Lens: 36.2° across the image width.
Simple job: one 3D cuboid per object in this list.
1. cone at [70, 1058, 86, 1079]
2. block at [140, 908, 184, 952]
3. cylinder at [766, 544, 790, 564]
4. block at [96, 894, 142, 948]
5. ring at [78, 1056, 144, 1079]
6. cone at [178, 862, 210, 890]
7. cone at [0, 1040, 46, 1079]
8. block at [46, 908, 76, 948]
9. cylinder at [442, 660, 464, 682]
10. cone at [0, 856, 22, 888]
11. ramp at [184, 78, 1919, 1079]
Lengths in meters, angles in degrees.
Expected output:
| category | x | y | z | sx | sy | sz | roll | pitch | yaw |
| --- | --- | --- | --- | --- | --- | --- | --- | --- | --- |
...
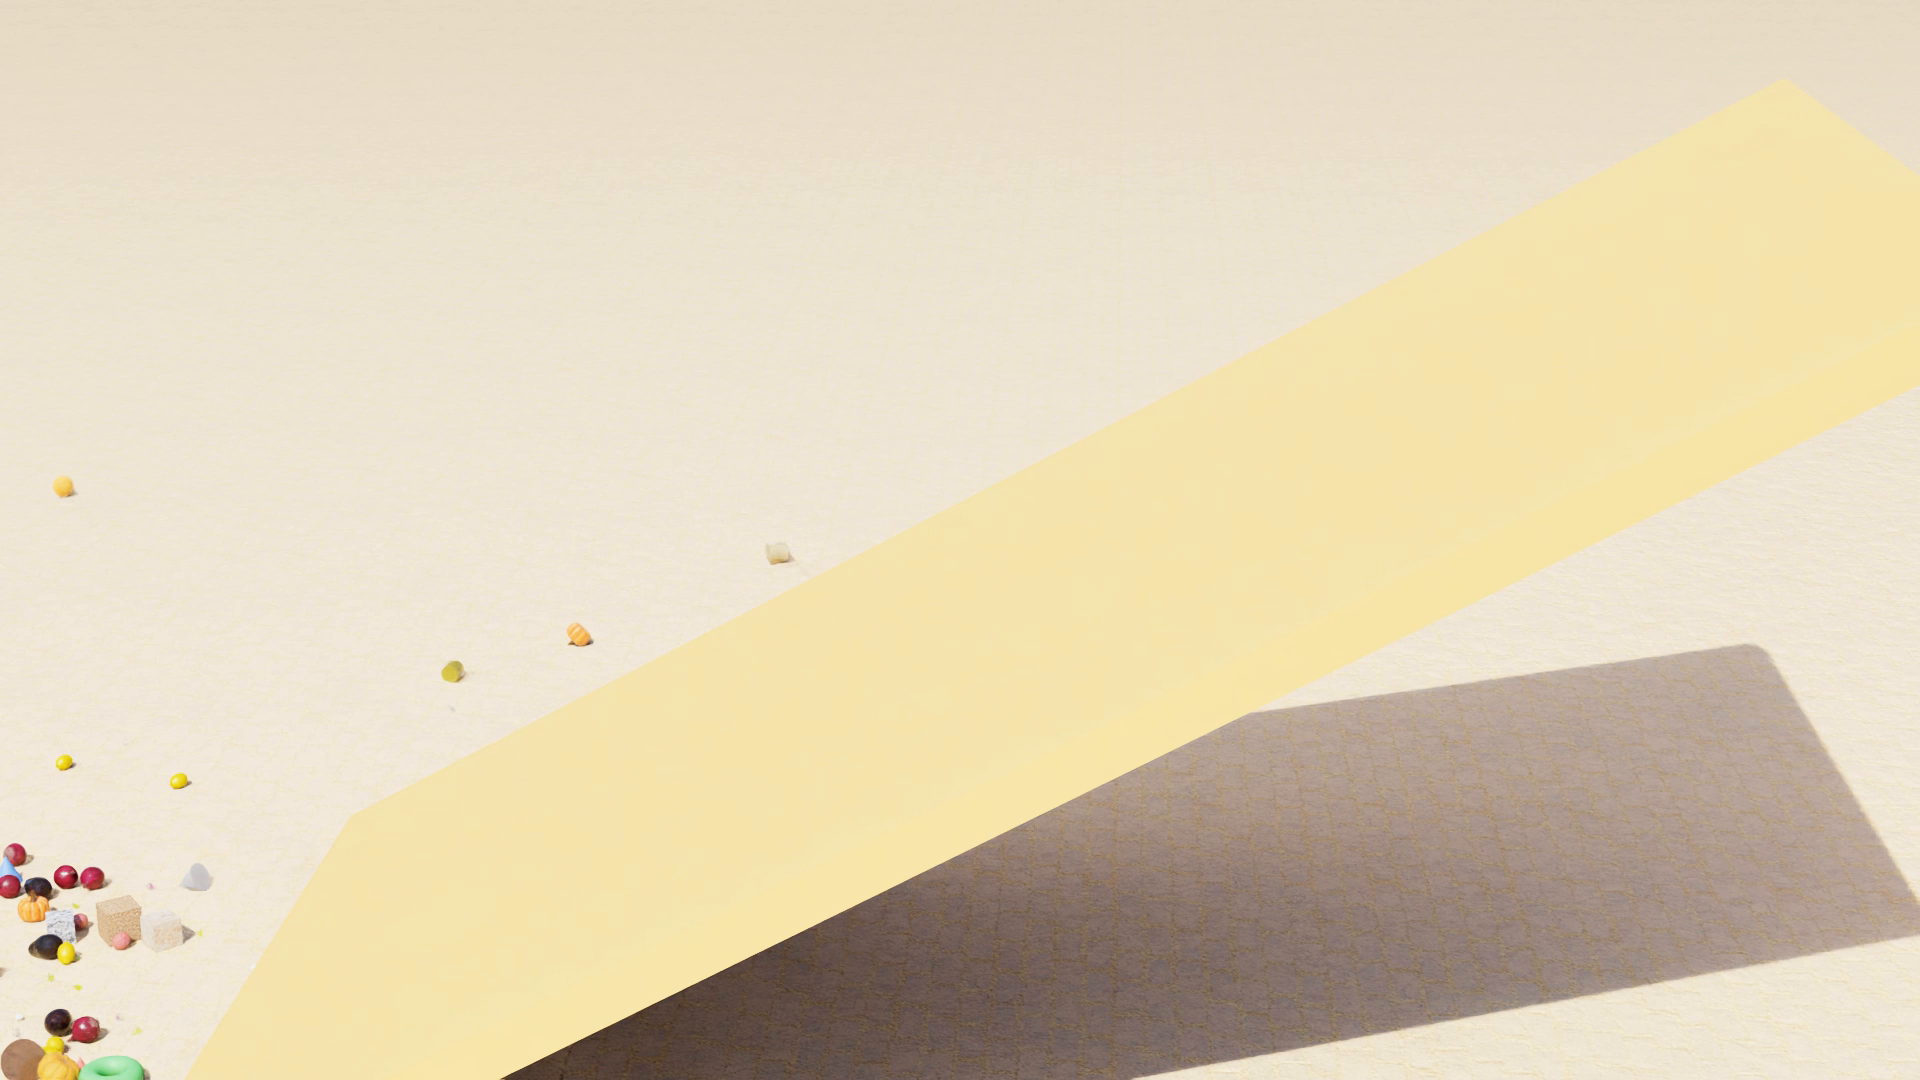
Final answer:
| category | x | y | z | sx | sy | sz | roll | pitch | yaw |
| --- | --- | --- | --- | --- | --- | --- | --- | --- | --- |
| cone | -1.924 | 1.154 | 6.436 | 0.054 | 0.054 | 0.054 | 0 | 18 | 0 |
| block | -1.921 | 0.939 | 7.075 | 0.071 | 0.071 | 0.071 | -15 | 23 | -39 |
| cylinder | -0.611 | 0.045 | 9.866 | 0.063 | 0.063 | 0.063 | -6 | 19 | -18 |
| block | -2.031 | 0.921 | 7.110 | 0.085 | 0.085 | 0.085 | -11 | 21 | -32 |
| ring | -1.849 | 1.168 | 6.406 | 0.140 | 0.047 | 0.140 | 1 | 19 | 0 |
| cone | -1.936 | 0.858 | 7.389 | 0.074 | 0.074 | 0.074 | -22 | 10 | 20 |
| cone | -2.072 | 1.150 | 6.466 | 0.098 | 0.098 | 0.098 | -12 | -5 | -33 |
| block | -2.170 | 0.936 | 7.097 | 0.064 | 0.064 | 0.064 | -6 | 19 | -18 |
| cylinder | -1.517 | 0.393 | 8.802 | 0.053 | 0.053 | 0.053 | 3 | 18 | 9 |
| cone | -2.404 | 0.829 | 7.418 | 0.071 | 0.071 | 0.071 | 0 | 18 | 0 |
| ramp | 0.141 | 0.167 | 6.282 | 4.000 | 0.100 | 2.000 | -27 | 14 | 11 |
